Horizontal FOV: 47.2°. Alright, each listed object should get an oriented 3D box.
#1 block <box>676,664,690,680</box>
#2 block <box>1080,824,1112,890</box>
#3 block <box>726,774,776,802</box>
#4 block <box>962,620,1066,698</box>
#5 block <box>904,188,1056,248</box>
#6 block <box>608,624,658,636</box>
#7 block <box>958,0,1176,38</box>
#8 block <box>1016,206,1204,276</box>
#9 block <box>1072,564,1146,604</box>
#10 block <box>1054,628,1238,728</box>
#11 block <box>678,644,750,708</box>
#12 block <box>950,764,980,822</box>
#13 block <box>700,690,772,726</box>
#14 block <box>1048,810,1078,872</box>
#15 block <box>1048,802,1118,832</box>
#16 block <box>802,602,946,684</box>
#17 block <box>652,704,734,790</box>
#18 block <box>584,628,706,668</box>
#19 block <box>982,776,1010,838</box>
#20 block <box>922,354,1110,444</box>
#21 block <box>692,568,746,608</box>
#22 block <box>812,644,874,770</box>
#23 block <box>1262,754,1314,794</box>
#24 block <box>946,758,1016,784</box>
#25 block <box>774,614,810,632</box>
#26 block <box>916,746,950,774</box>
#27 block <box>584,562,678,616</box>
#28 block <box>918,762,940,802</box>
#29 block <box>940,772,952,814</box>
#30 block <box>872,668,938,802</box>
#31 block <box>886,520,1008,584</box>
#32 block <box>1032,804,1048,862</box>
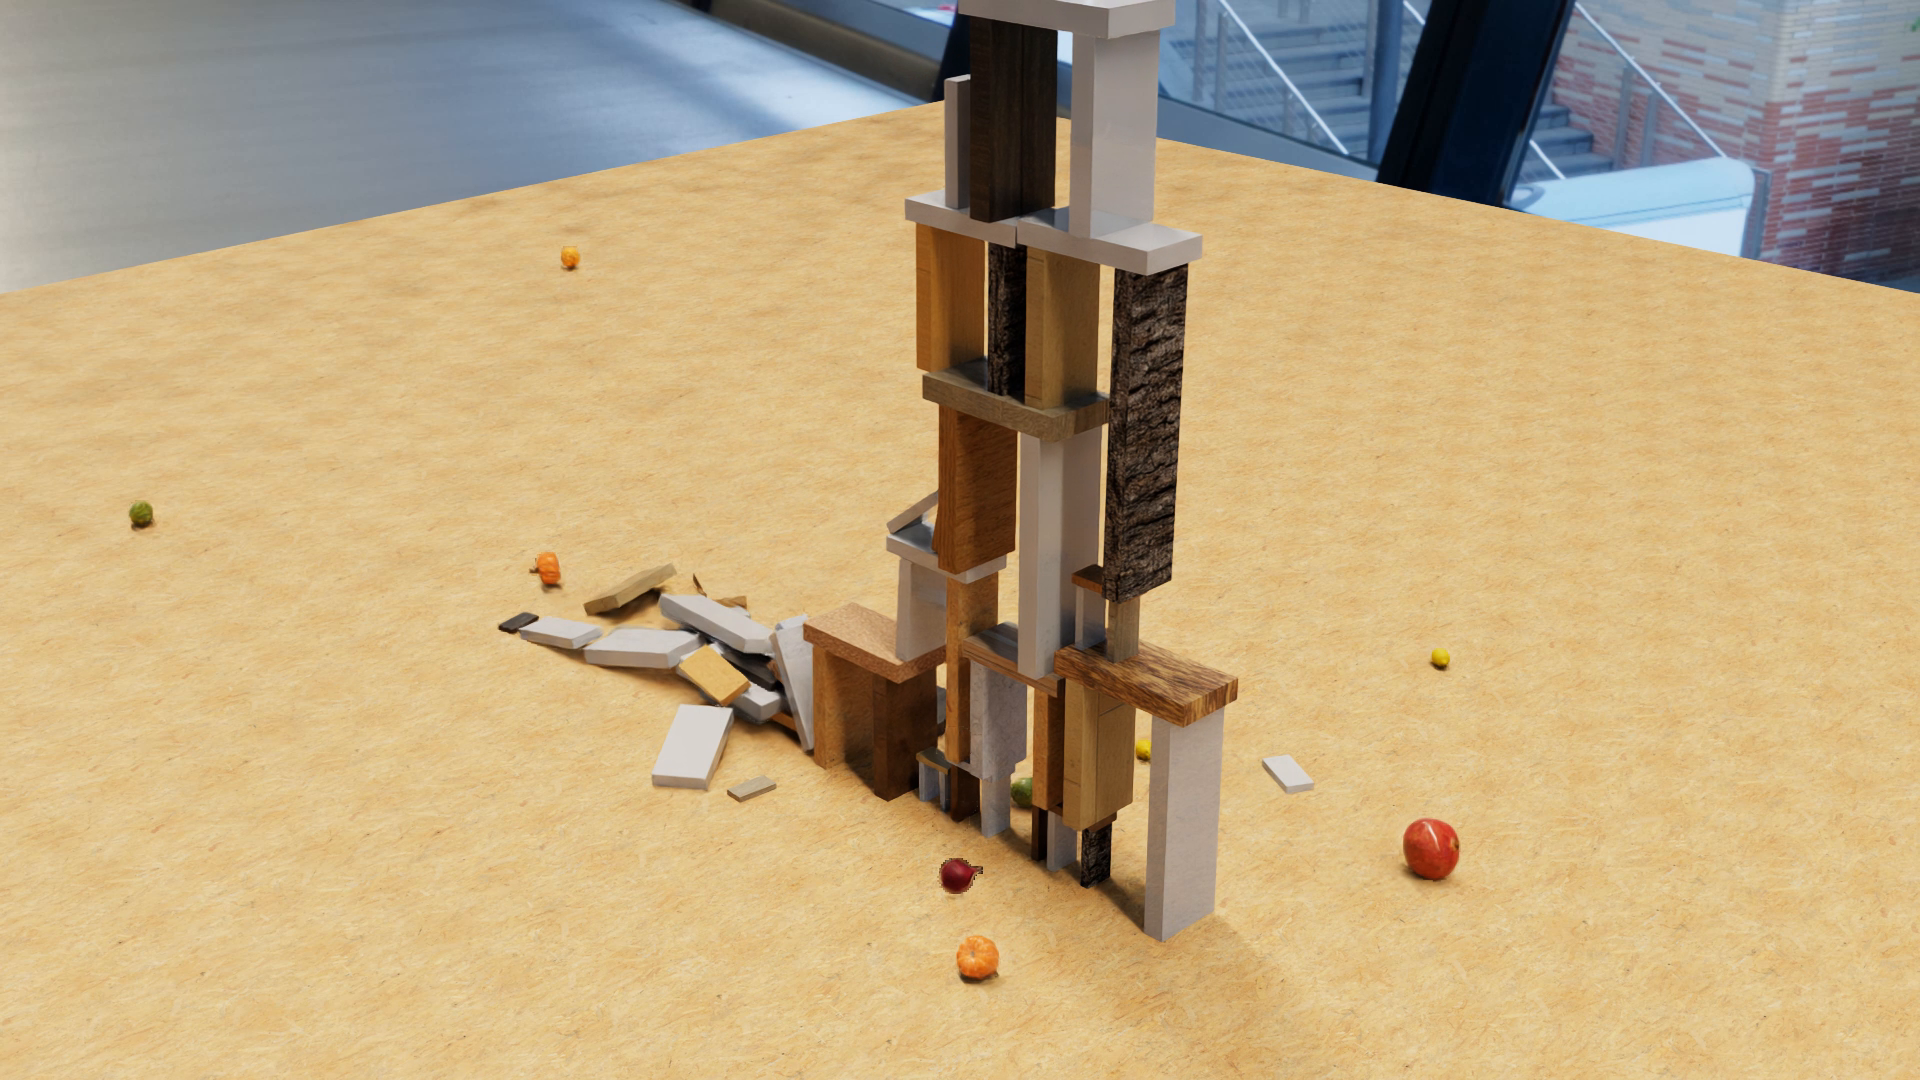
[{"bbox_3d":[-0.538,0.303,4.942,0.194,0.027,0.097,21,30,40],"label":"block"},{"bbox_3d":[0.260,0.594,4.193,0.018,0.130,0.065,22,31,41],"label":"block"},{"bbox_3d":[-0.429,0.513,4.535,0.093,0.013,0.046,-19,29,-37],"label":"block"},{"bbox_3d":[0.136,0.224,4.172,0.124,0.035,0.247,-21,31,-40],"label":"block"},{"bbox_3d":[0.047,-0.579,3.928,0.138,0.039,0.276,-21,31,-41],"label":"block"},{"bbox_3d":[-0.764,0.226,5.207,0.123,0.017,0.062,8,24,18],"label":"block"},{"bbox_3d":[0.175,-0.889,3.655,0.334,0.047,0.167,21,31,40],"label":"block"},{"bbox_3d":[0.252,-0.511,3.732,0.290,0.041,0.145,21,31,40],"label":"block"},{"bbox_3d":[0.269,0.078,3.962,0.125,0.018,0.063,21,31,38],"label":"block"},{"bbox_3d":[0.334,0.244,3.969,0.304,0.043,0.152,21,31,40],"label":"block"},{"bbox_3d":[-0.532,0.294,4.771,0.079,0.022,0.158,-38,49,-20],"label":"block"},{"bbox_3d":[0.011,0.498,4.423,0.018,0.129,0.064,21,31,41],"label":"block"},{"bbox_3d":[-0.479,0.353,4.894,0.097,0.027,0.193,-21,31,-40],"label":"block"},{"bbox_3d":[0.198,0.570,4.250,0.065,0.131,0.018,-21,31,-41],"label":"block"},{"bbox_3d":[0.229,0.514,4.192,0.065,0.018,0.131,-21,31,-41],"label":"block"},{"bbox_3d":[-0.174,0.208,4.493,0.283,0.040,0.142,21,31,40],"label":"block"},{"bbox_3d":[-0.562,0.435,4.633,0.116,0.033,0.232,4,35,9],"label":"block"},{"bbox_3d":[-0.724,0.248,5.055,0.262,0.037,0.131,1,19,36],"label":"block"},{"bbox_3d":[0.072,0.522,4.367,0.018,0.129,0.064,21,31,41],"label":"block"},{"bbox_3d":[0.105,-0.259,3.993,0.165,0.047,0.329,-21,31,-40],"label":"block"},{"bbox_3d":[-0.591,0.118,5.404,0.090,0.026,0.181,-8,24,-17],"label":"block"},{"bbox_3d":[-0.240,0.329,4.621,0.142,0.283,0.040,-19,30,-37],"label":"block"},{"bbox_3d":[0.684,0.488,4.588,0.062,0.018,0.124,-7,24,-15],"label":"block"},{"bbox_3d":[0.041,0.442,4.366,0.064,0.018,0.129,-21,31,-41],"label":"block"},{"bbox_3d":[-0.328,0.244,4.807,0.084,0.024,0.168,-17,67,-49],"label":"block"},{"bbox_3d":[-0.041,0.447,4.456,0.092,0.013,0.046,21,31,41],"label":"block"},{"bbox_3d":[-0.806,0.119,5.381,0.113,0.032,0.226,-15,11,36],"label":"block"},{"bbox_3d":[-0.063,0.487,4.496,0.013,0.092,0.046,21,31,41],"label":"block"},{"bbox_3d":[-0.019,0.504,4.456,0.013,0.092,0.046,21,31,41],"label":"block"},{"bbox_3d":[-0.112,0.380,4.502,0.040,0.283,0.142,21,31,41],"label":"block"},{"bbox_3d":[-0.027,0.023,4.269,0.221,0.031,0.111,22,31,40],"label":"block"},{"bbox_3d":[0.168,0.558,4.285,0.063,0.126,0.018,-21,31,-40],"label":"block"}]
